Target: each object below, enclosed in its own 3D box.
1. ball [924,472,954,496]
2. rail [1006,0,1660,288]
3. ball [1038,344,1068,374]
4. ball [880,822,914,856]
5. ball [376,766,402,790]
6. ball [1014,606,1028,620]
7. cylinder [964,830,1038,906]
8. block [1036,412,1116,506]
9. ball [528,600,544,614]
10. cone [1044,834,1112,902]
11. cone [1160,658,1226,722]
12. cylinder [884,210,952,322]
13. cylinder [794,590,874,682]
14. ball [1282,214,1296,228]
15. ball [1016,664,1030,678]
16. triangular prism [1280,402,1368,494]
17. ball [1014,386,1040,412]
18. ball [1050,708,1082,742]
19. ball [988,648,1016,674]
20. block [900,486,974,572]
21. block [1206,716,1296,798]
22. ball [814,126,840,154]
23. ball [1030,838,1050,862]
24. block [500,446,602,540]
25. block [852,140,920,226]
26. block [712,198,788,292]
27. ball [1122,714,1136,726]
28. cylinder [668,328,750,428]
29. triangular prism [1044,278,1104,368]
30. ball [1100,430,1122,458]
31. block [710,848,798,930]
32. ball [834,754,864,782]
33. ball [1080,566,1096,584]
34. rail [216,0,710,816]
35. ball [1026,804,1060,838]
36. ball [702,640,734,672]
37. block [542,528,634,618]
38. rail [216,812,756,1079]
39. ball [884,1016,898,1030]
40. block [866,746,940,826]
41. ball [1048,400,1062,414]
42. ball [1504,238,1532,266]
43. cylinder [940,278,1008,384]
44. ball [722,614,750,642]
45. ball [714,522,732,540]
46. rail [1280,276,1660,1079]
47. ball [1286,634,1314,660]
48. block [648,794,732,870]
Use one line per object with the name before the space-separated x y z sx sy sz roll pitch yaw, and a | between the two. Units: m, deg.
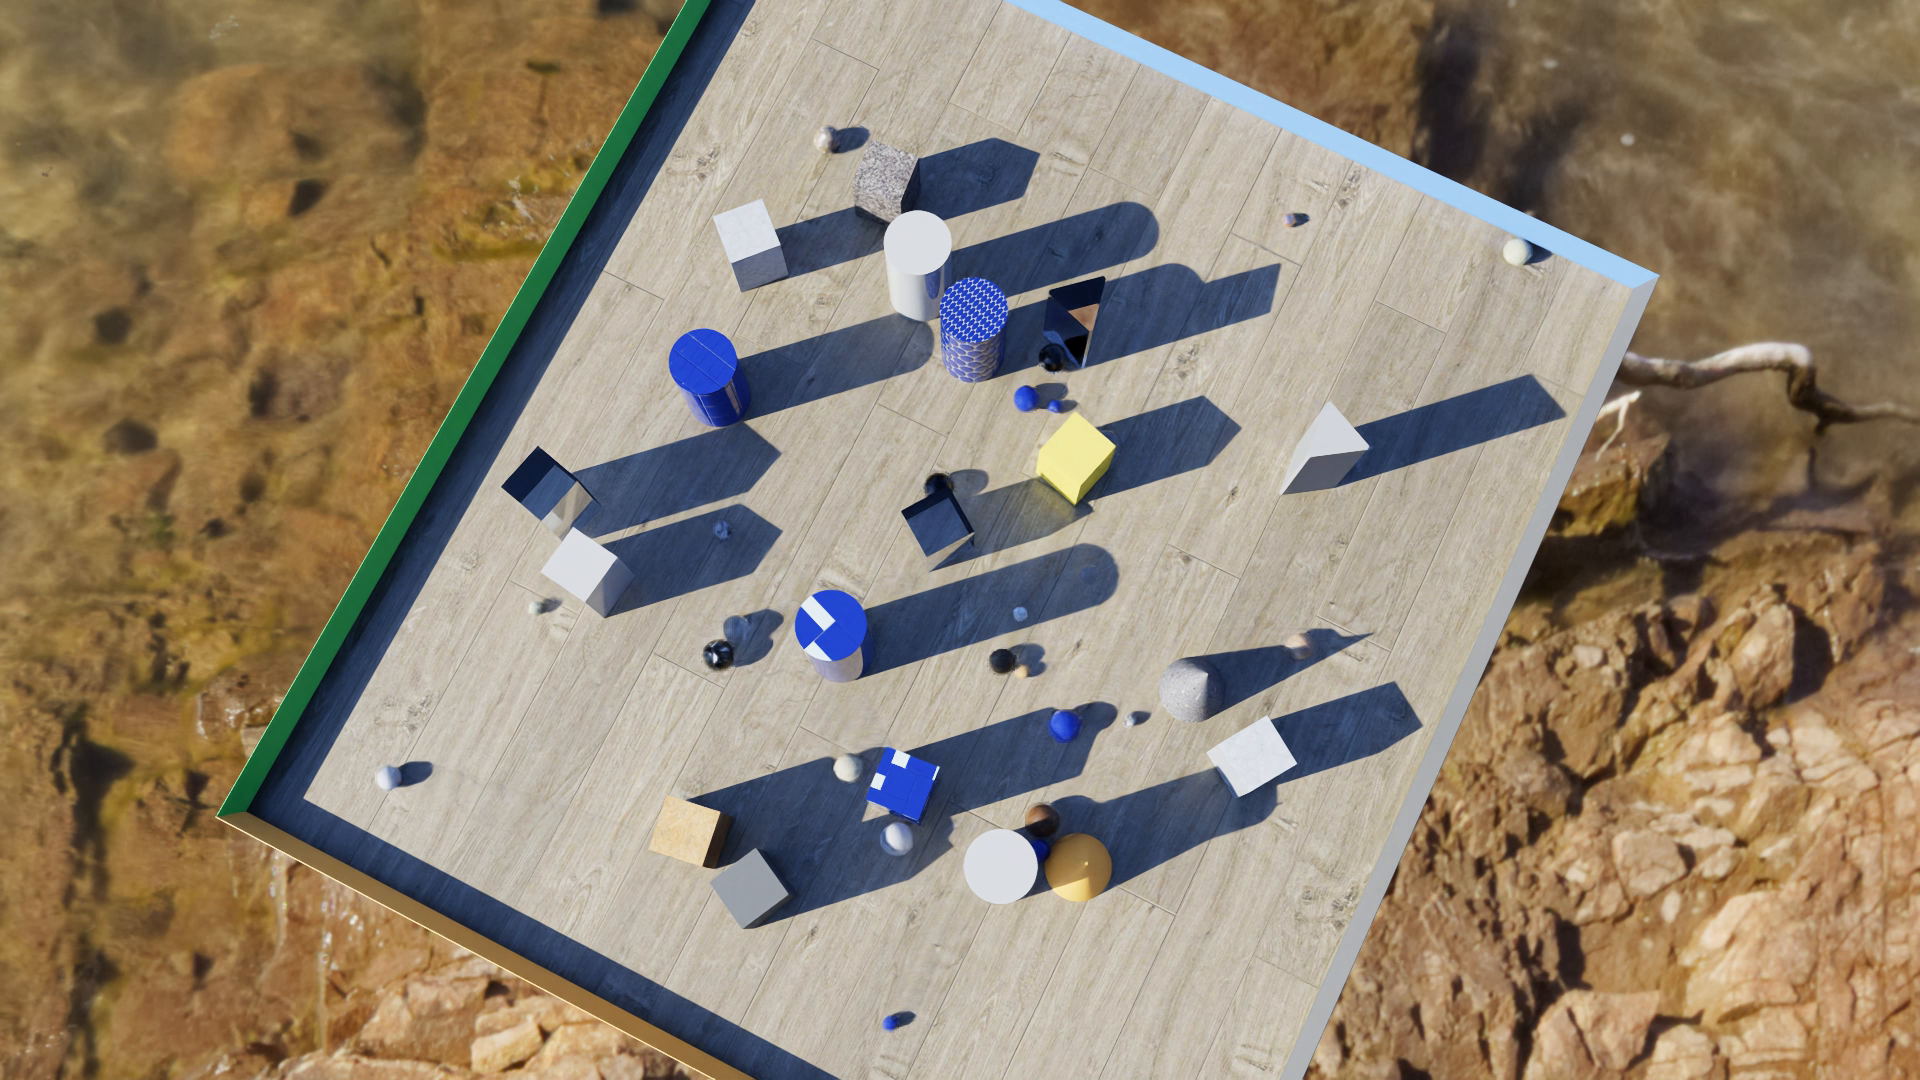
ball | -0.065 -0.158 5.601 0.094 0.094 0.094 0 78 0
rail | 0.753 -1.467 5.853 3.125 0.130 0.045 26 80 5
ball | 0.290 -0.563 5.686 0.092 0.092 0.092 0 78 0
ball | -0.184 0.879 5.384 0.100 0.100 0.100 0 78 0
ball | -1.692 0.707 5.434 0.071 0.071 0.071 0 78 0
ball | 0.183 0.223 5.549 0.043 0.043 0.043 0 78 0
cylinder | 0.110 0.929 5.179 0.199 0.481 0.199 0 78 0
block | 0.347 -0.243 5.528 0.160 0.272 0.160 41 81 8
ball | -1.285 0.205 5.552 0.043 0.043 0.043 0 78 0
cone | 0.350 0.926 5.219 0.199 0.404 0.199 0 78 0
cone | 0.699 0.414 5.343 0.199 0.368 0.199 0 78 0
cylinder | -0.124 -0.826 5.569 0.199 0.428 0.199 0 78 0
cylinder | -0.358 0.285 5.310 0.199 0.485 0.199 0 78 0
ball | 1.041 -1.013 5.804 0.044 0.044 0.044 0 78 0
ball | 0.191 0.396 5.513 0.043 0.043 0.043 0 78 0
triangular prism | 1.060 -0.273 5.430 0.173 0.476 0.150 -8 78 -2
ball | 0.205 -0.438 5.666 0.080 0.080 0.080 0 78 0
ball | 0.315 0.551 5.453 0.096 0.096 0.096 0 78 0
ball | 0.126 0.364 5.501 0.079 0.079 0.079 0 78 0
block | -0.066 -0.031 5.500 0.160 0.241 0.160 -28 80 -6
block | 0.847 0.635 5.340 0.160 0.285 0.160 -30 80 -6
ball | -0.425 -1.274 5.838 0.083 0.083 0.083 0 78 0
ball | 0.231 0.914 5.392 0.070 0.070 0.070 0 78 0
block | -1.212 -0.127 5.460 0.160 0.358 0.160 39 81 7
block | -0.228 -1.102 5.717 0.160 0.250 0.160 20 79 4
block | -0.645 -0.908 5.670 0.160 0.265 0.160 -21 79 -4
ball | 0.507 0.539 5.484 0.041 0.041 0.041 0 78 0
cylinder | -0.750 -0.484 5.527 0.199 0.372 0.199 0 78 0
triangular prism | 0.374 -0.683 5.563 0.173 0.383 0.150 44 82 8
ball | 0.454 -0.293 5.632 0.088 0.088 0.088 0 78 0
block | -0.589 1.002 5.256 0.160 0.299 0.160 -36 81 -7
ball | -0.330 0.676 5.433 0.086 0.086 0.086 0 78 0
ball | 0.390 0.106 5.569 0.051 0.051 0.051 0 78 0
rail | -1.376 -0.667 5.688 0.045 0.130 3.414 26 80 5
ball | 0.244 0.826 5.396 0.098 0.098 0.098 0 78 0
ball | -0.725 0.345 5.496 0.096 0.096 0.096 0 78 0
block | -1.102 0.100 5.446 0.160 0.293 0.160 33 80 6
rail | -0.753 1.481 5.243 3.125 0.130 0.045 26 80 5
ball | -0.201 1.398 5.305 0.043 0.043 0.043 0 78 0
block | -0.162 0.716 5.309 0.160 0.312 0.160 21 79 4
ball | 0.295 -0.412 5.680 0.043 0.043 0.043 0 78 0
ball | 1.752 -0.906 5.760 0.086 0.086 0.086 0 78 0
cylinder | 0.041 -0.628 5.536 0.199 0.412 0.199 0 78 0
ball | -0.673 0.267 5.519 0.082 0.082 0.082 0 78 0
ball | -0.723 -0.028 5.595 0.053 0.053 0.053 0 78 0
rail | 1.376 0.681 5.408 0.045 0.130 3.414 26 80 5
ball | 1.021 0.320 5.509 0.081 0.081 0.081 0 78 0
block | -0.776 0.847 5.298 0.160 0.281 0.160 17 79 3
